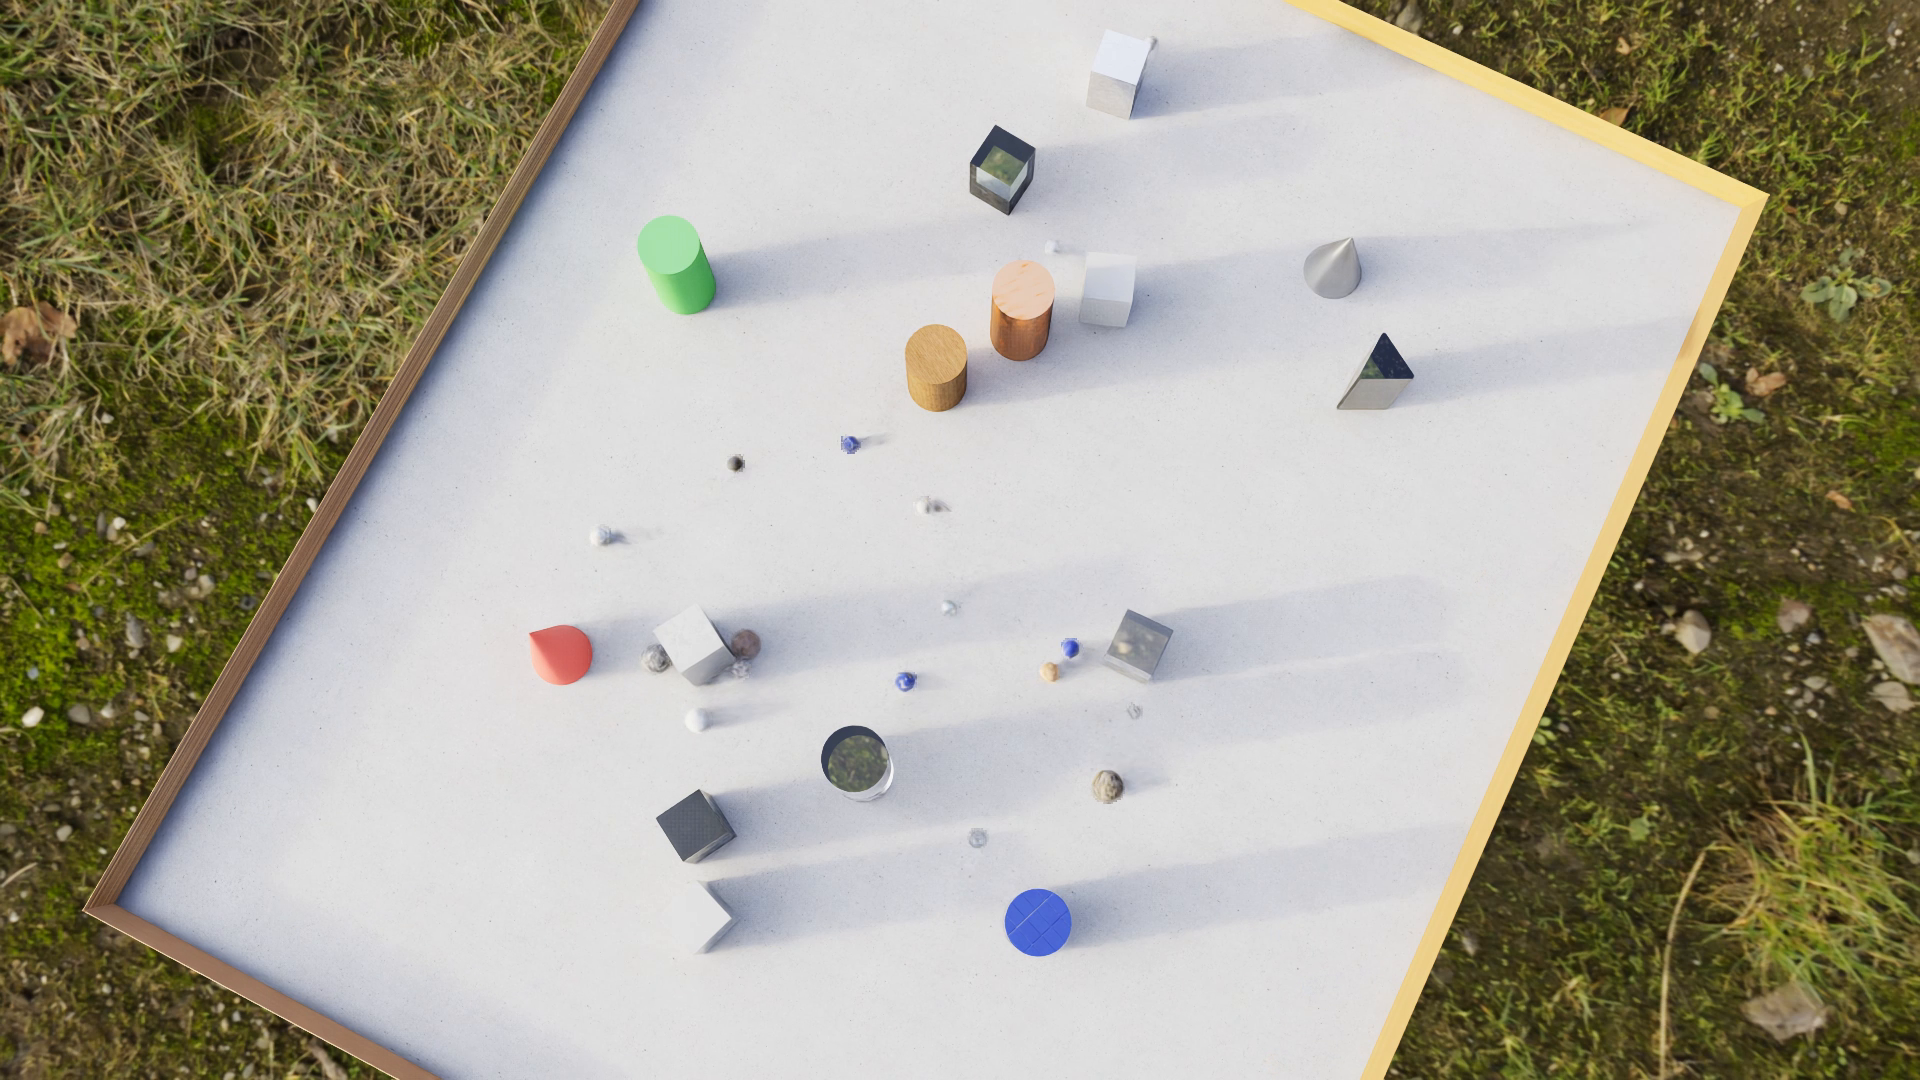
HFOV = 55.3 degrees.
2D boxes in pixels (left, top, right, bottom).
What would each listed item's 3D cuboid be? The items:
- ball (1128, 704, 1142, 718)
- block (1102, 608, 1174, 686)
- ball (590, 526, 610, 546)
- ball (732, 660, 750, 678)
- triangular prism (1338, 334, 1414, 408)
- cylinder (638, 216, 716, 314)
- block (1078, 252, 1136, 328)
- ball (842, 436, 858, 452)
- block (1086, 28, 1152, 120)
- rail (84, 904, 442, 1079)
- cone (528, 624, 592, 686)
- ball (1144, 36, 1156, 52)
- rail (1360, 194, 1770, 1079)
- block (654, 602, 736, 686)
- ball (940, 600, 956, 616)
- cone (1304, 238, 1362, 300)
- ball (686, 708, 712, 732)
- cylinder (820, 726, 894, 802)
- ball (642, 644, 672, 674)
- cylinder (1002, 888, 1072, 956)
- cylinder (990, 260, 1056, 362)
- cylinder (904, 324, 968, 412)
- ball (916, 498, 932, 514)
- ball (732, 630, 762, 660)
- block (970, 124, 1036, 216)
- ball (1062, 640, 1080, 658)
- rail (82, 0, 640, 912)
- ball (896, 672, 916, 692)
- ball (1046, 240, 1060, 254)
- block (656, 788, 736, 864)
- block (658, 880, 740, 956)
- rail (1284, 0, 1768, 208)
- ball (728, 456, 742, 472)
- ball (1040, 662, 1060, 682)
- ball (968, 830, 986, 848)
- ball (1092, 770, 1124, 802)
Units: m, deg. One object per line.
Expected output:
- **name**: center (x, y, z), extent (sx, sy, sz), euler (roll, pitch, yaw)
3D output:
- **ball**: center (0.522, 0.514, 5.489), extent (0.041, 0.041, 0.041), euler (0, 78, 0)
- **block**: center (0.524, 0.319, 5.434), extent (0.148, 0.228, 0.148), euler (25, 79, 5)
- **ball**: center (-1.098, -0.010, 5.587), extent (0.061, 0.061, 0.061), euler (0, 78, 0)
- **ball**: center (-0.660, 0.386, 5.509), extent (0.054, 0.054, 0.054), euler (0, 78, 0)
- **triangular prism**: center (1.251, -0.511, 5.552), extent (0.160, 0.333, 0.139), euler (0, 78, 0)
- **cylinder**: center (-0.862, -0.836, 5.600), extent (0.185, 0.371, 0.185), euler (0, 78, 0)
- **block**: center (0.454, -0.772, 5.656), extent (0.148, 0.235, 0.148), euler (6, 78, 1)
- **ball**: center (-0.338, -0.297, 5.653), extent (0.049, 0.049, 0.049), euler (0, 78, 0)
- **block**: center (0.498, -1.467, 5.789), extent (0.148, 0.256, 0.148), euler (19, 79, 4)
- **rail**: center (-0.933, 1.833, 5.175), extent (3.540, 0.120, 0.045), euler (26, 80, 5)
- **cone**: center (-1.204, 0.304, 5.331), extent (0.185, 0.436, 0.185), euler (0, 78, 0)
- **ball**: center (0.613, -1.603, 5.924), extent (0.046, 0.046, 0.046), euler (0, 78, 0)
- **rail**: center (1.562, 0.771, 5.395), extent (0.045, 0.120, 4.218), euler (26, 80, 5)
- **block**: center (-0.775, 0.312, 5.387), extent (0.148, 0.322, 0.148), euler (-33, 80, -6)
- **ball**: center (-0.034, 0.206, 5.549), extent (0.049, 0.049, 0.049), euler (0, 78, 0)
- **cone**: center (1.177, -0.879, 5.644), extent (0.185, 0.302, 0.185), euler (0, 78, 0)
- **ball**: center (-0.781, 0.538, 5.467), extent (0.075, 0.075, 0.075), euler (0, 78, 0)
- **cylinder**: center (-0.291, 0.646, 5.258), extent (0.185, 0.440, 0.185), euler (0, 78, 0)
- **ball**: center (-0.909, 0.356, 5.496), extent (0.092, 0.092, 0.092), euler (0, 78, 0)
- **cylinder**: center (0.216, 1.091, 5.228), extent (0.185, 0.318, 0.185), euler (0, 78, 0)
- **cylinder**: center (0.186, -0.691, 5.552), extent (0.185, 0.406, 0.185), euler (0, 78, 0)
- **cylinder**: center (-0.071, -0.519, 5.568), extent (0.185, 0.305, 0.185), euler (0, 78, 0)
- **ball**: center (-0.111, -0.102, 5.613), extent (0.049, 0.049, 0.049), euler (0, 78, 0)
- **ball**: center (-0.642, 0.316, 5.506), extent (0.087, 0.087, 0.087), euler (0, 78, 0)
- **block**: center (0.132, -1.154, 5.732), extent (0.148, 0.241, 0.148), euler (32, 80, 6)
- **ball**: center (0.335, 0.328, 5.521), extent (0.053, 0.053, 0.053), euler (0, 78, 0)
- **rail**: center (-1.562, -0.758, 5.711), extent (0.045, 0.120, 4.218), euler (26, 80, 5)
- **ball**: center (-0.164, 0.425, 5.497), extent (0.061, 0.061, 0.061), euler (0, 78, 0)
- **ball**: center (0.293, -0.925, 5.786), extent (0.042, 0.042, 0.042), euler (0, 78, 0)
- **block**: center (-0.763, 0.833, 5.317), extent (0.148, 0.248, 0.148), euler (-33, 80, -6)
- **block**: center (-0.749, 1.087, 5.274), extent (0.148, 0.231, 0.148), euler (-44, 82, -8)
- **rail**: center (0.933, -1.820, 5.930), extent (3.540, 0.120, 0.045), euler (26, 80, 5)
- **ball**: center (-0.694, -0.234, 5.641), extent (0.047, 0.047, 0.047), euler (0, 78, 0)
- **ball**: center (0.269, 0.398, 5.504), extent (0.060, 0.060, 0.060), euler (0, 78, 0)
- **ball**: center (0.051, 0.882, 5.407), extent (0.053, 0.053, 0.053), euler (0, 78, 0)
- **ball**: center (0.436, 0.727, 5.419), extent (0.092, 0.092, 0.092), euler (0, 78, 0)
